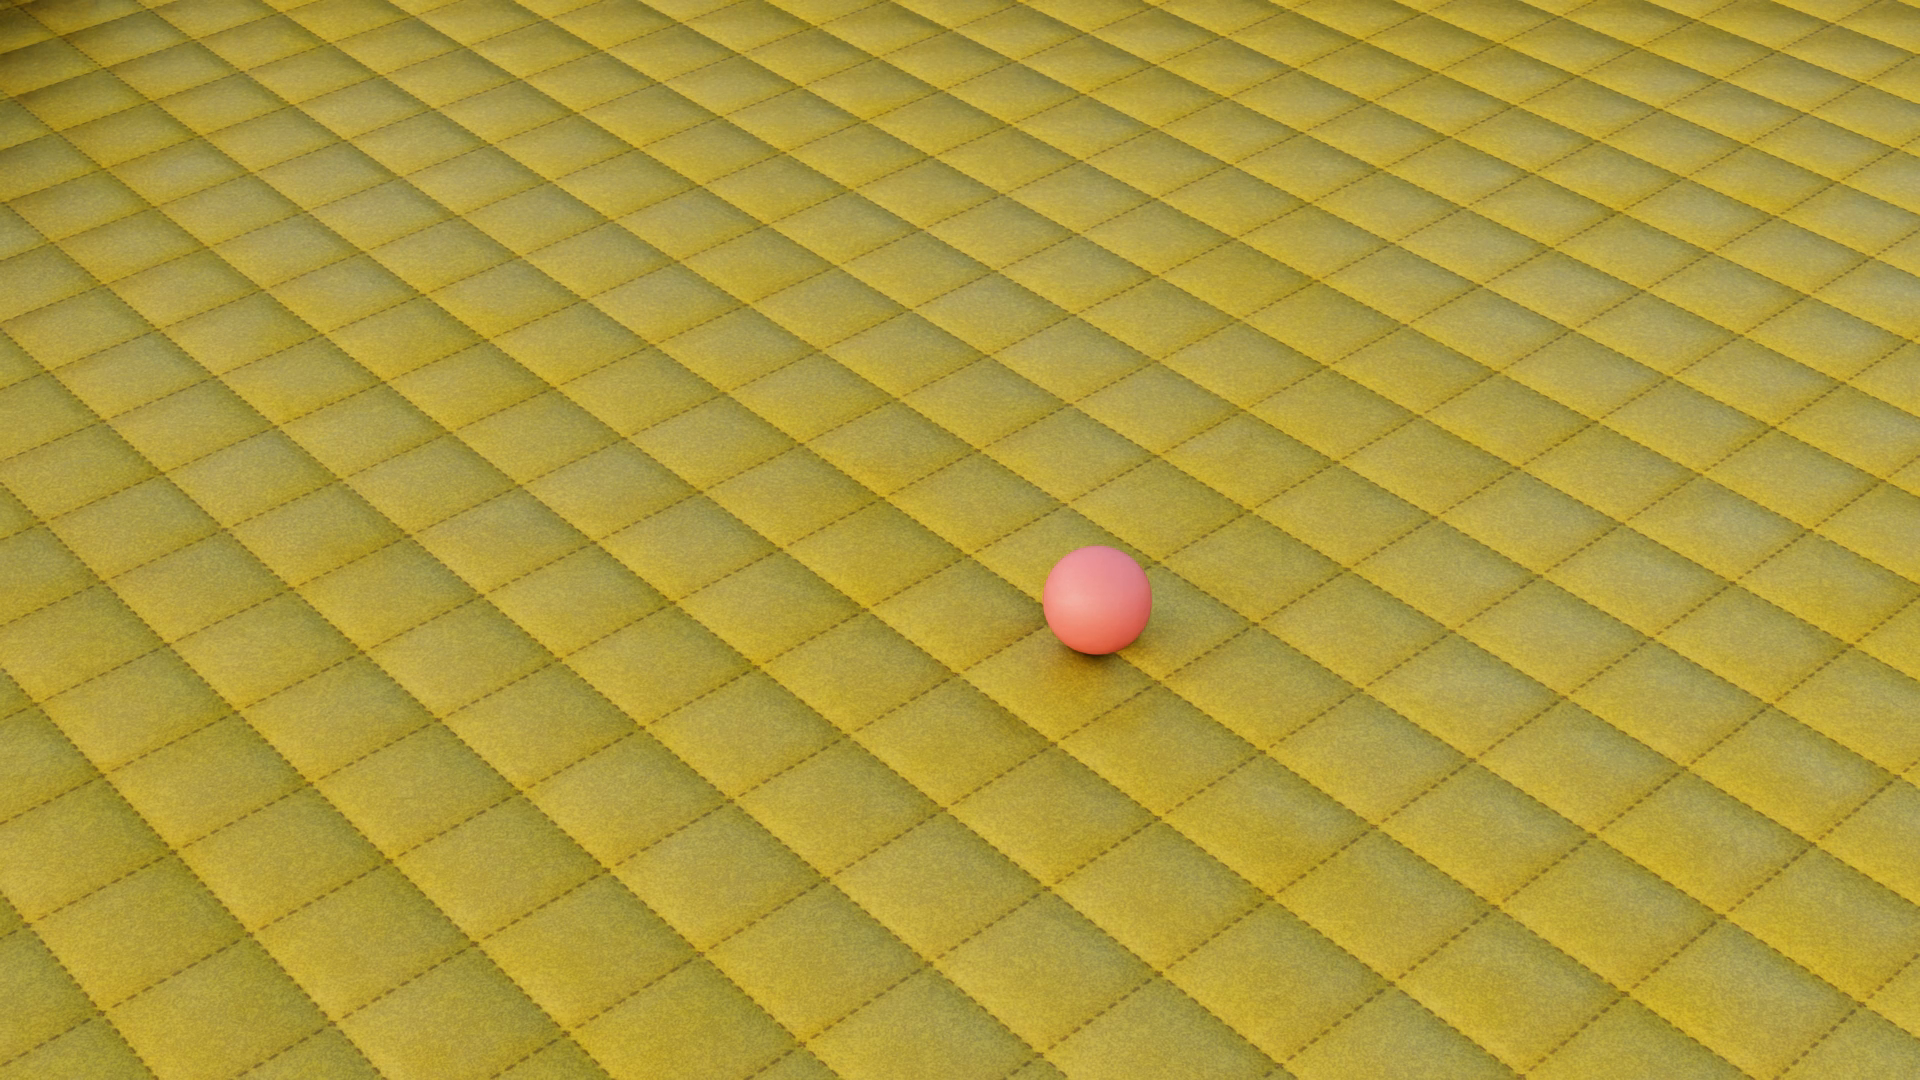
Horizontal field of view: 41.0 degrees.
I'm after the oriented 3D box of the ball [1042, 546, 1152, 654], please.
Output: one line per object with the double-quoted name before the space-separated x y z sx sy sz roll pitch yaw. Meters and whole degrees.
"ball" 0.086 0.038 1.603 0.069 0.069 0.069 0 36 0
